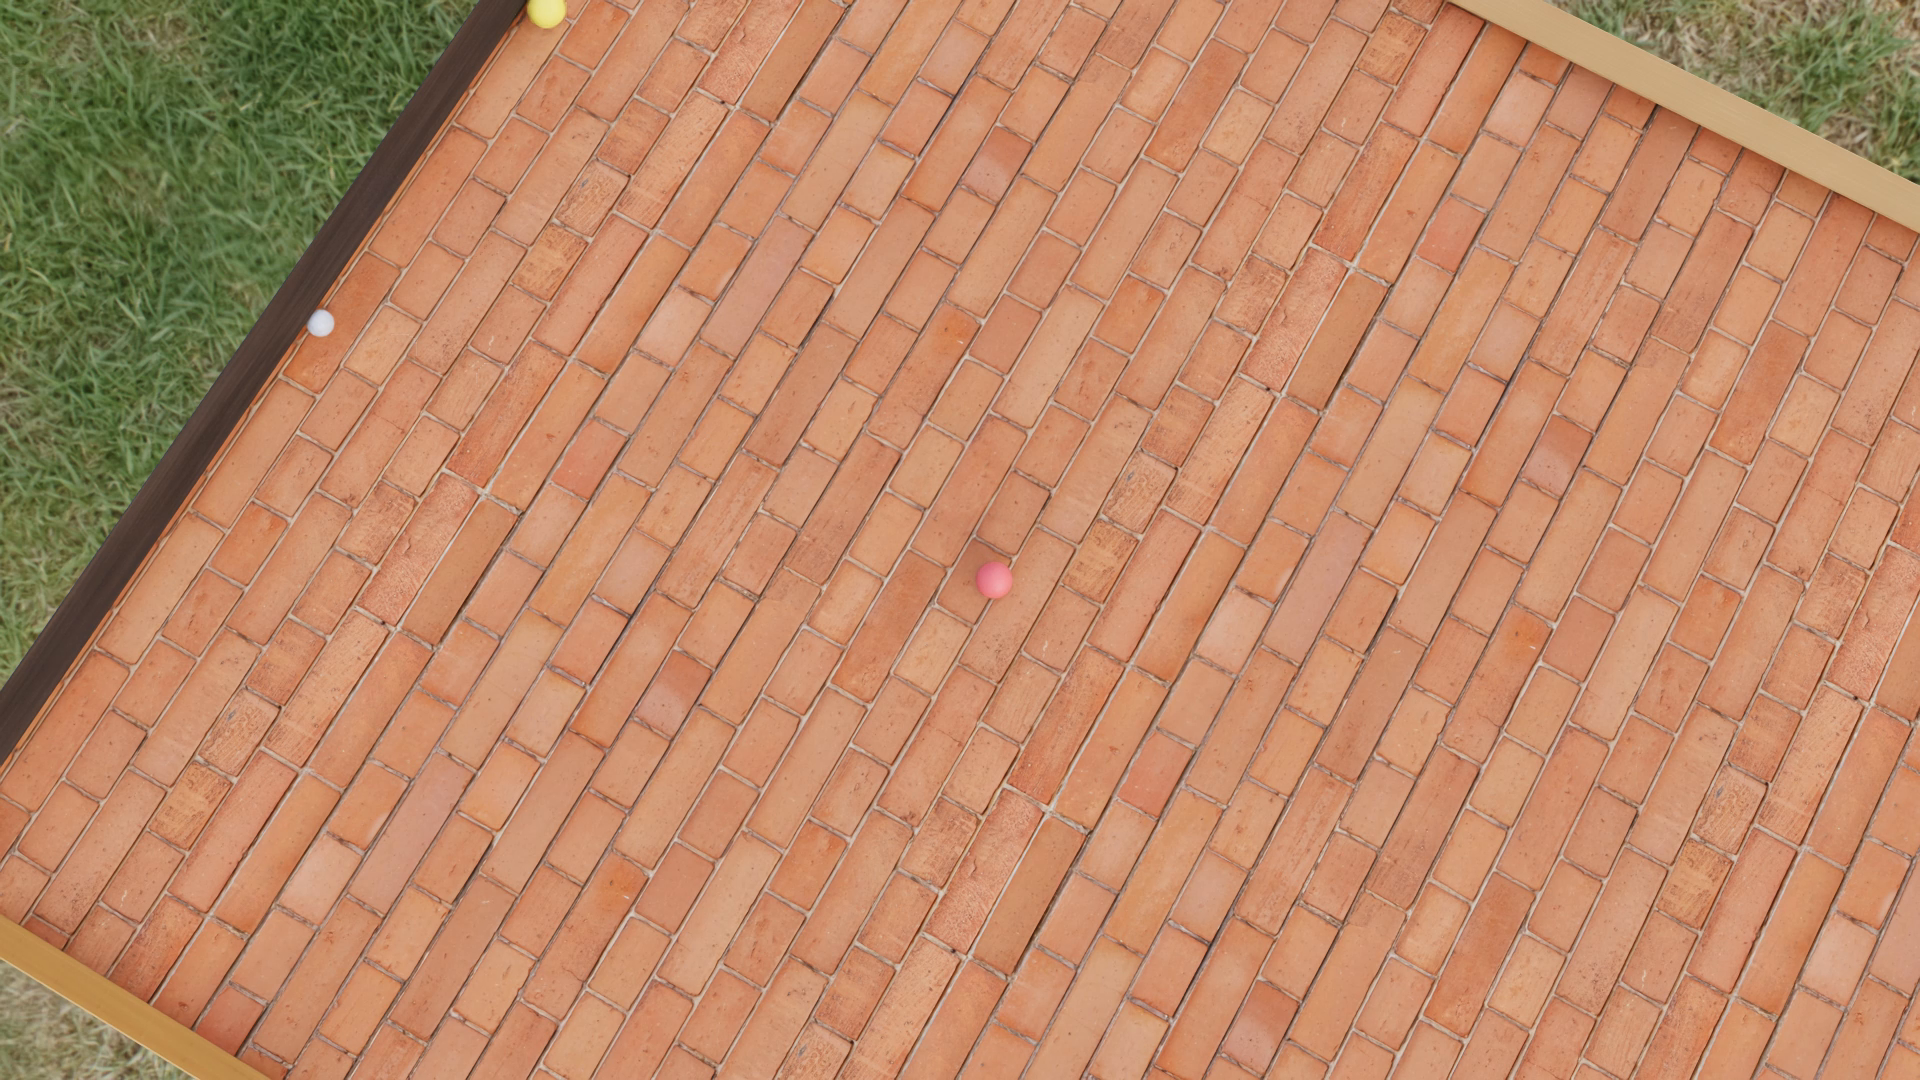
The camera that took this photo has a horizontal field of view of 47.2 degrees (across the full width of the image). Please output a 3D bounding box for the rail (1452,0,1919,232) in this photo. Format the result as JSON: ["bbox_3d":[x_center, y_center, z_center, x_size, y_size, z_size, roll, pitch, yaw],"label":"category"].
[{"bbox_3d":[1.555,-0.489,3.472,4.422,0.092,0.045,29,77,7],"label":"rail"}]

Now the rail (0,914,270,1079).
[{"bbox_3d":[0.368,1.531,2.923,4.422,0.092,0.045,29,77,7],"label":"rail"}]

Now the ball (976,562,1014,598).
[{"bbox_3d":[0.052,0.061,3.342,0.057,0.057,0.057,0,75,0],"label":"ball"}]

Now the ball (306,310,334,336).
[{"bbox_3d":[-1.006,-0.341,3.458,0.044,0.044,0.044,0,75,0],"label":"ball"}]

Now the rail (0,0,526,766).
[{"bbox_3d":[-0.941,-0.520,3.481,0.045,0.092,2.453,29,77,7],"label":"rail"}]

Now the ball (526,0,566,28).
[{"bbox_3d":[-0.676,-0.867,3.592,0.062,0.062,0.062,0,75,0],"label":"ball"}]
